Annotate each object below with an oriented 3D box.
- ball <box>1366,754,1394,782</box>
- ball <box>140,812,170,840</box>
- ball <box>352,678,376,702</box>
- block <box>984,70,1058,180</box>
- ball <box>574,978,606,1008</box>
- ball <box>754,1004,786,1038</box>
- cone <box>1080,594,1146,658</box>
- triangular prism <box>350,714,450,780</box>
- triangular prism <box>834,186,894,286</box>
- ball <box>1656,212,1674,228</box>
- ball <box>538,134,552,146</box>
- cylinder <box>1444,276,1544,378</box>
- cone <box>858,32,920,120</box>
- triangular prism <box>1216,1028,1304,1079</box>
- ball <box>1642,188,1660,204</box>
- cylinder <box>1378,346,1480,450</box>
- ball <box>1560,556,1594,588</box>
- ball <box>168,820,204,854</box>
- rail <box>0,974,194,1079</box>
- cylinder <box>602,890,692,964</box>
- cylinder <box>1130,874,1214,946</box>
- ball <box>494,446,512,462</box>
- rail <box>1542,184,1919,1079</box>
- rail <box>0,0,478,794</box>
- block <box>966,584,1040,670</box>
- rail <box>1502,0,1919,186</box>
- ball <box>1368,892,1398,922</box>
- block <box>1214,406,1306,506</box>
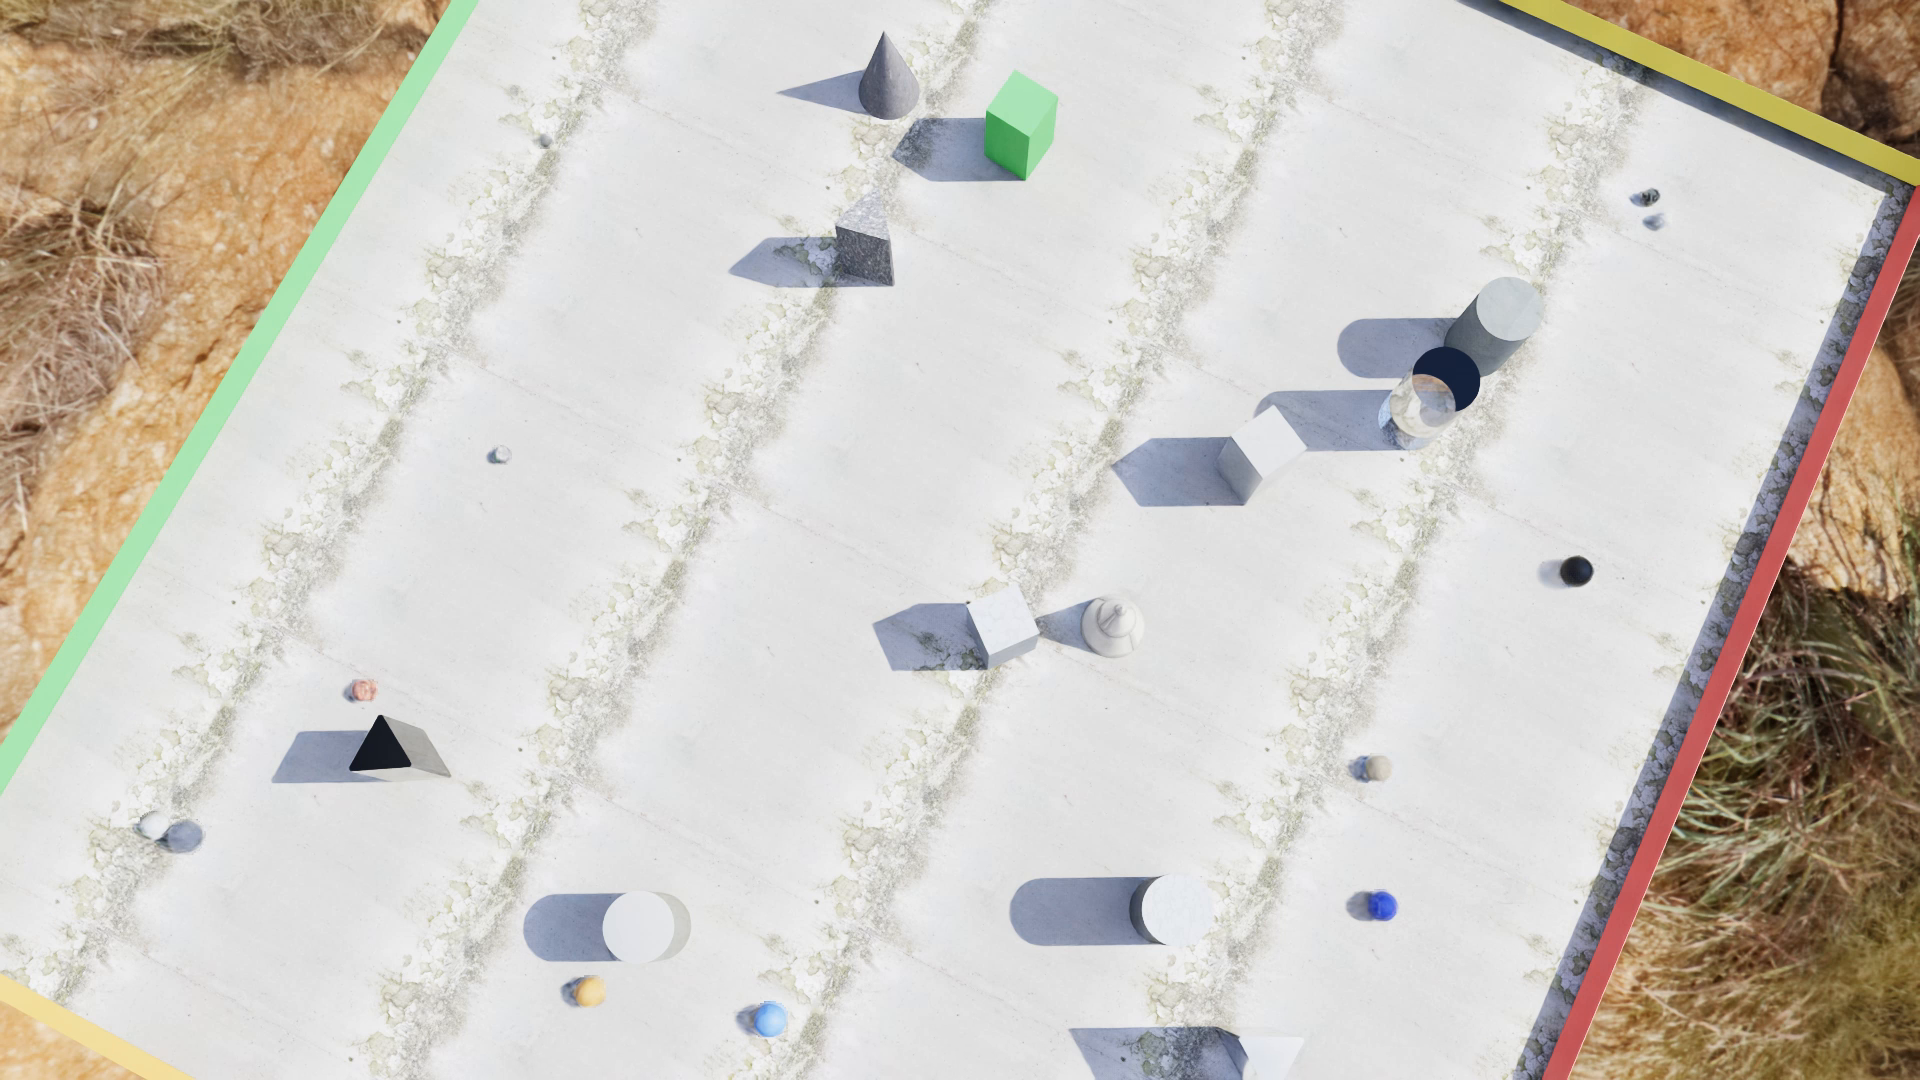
[{"bbox_3d":[1.245,0.676,5.436,0.080,0.080,0.080,0,78,0],"label":"ball"},{"bbox_3d":[-2.371,0.842,5.402,0.079,0.079,0.079,0,78,0],"label":"ball"},{"bbox_3d":[-1.785,0.450,5.488,0.070,0.070,0.070,0,78,0],"label":"ball"},{"bbox_3d":[0.188,-1.288,5.710,0.158,0.338,0.158,33,80,6],"label":"block"},{"bbox_3d":[-1.070,1.310,5.301,0.087,0.087,0.087,0,78,0],"label":"ball"},{"bbox_3d":[-0.546,1.386,5.281,0.095,0.095,0.095,0,78,0],"label":"ball"},{"bbox_3d":[0.463,0.226,5.390,0.198,0.353,0.198,0,78,0],"label":"cone"},{"bbox_3d":[-1.610,0.599,5.286,0.171,0.404,0.148,-4,78,-1],"label":"triangular prism"},{"bbox_3d":[-0.268,-0.936,5.604,0.171,0.404,0.148,17,79,3],"label":"triangular prism"},{"bbox_3d":[2.229,-1.014,5.799,0.053,0.053,0.053,0,78,0],"label":"ball"},{"bbox_3d":[-1.326,-1.279,5.859,0.043,0.043,0.043,0,78,0],"label":"ball"},{"bbox_3d":[1.615,-0.642,5.559,0.198,0.372,0.198,0,78,0],"label":"cylinder"},{"bbox_3d":[-0.229,-1.490,5.711,0.198,0.419,0.198,0,78,0],"label":"cone"},{"bbox_3d":[0.805,1.406,5.086,0.148,0.469,0.171,31,80,6],"label":"triangular prism"},{"bbox_3d":[2.194,-1.090,5.815,0.053,0.053,0.053,0,78,0],"label":"ball"},{"bbox_3d":[1.399,-0.418,5.483,0.198,0.431,0.198,0,78,0],"label":"cylinder"},{"bbox_3d":[1.868,0.095,5.547,0.098,0.098,0.098,0,78,0],"label":"ball"},{"bbox_3d":[-2.276,0.873,5.385,0.099,0.099,0.099,0,78,0],"label":"ball"},{"bbox_3d":[-1.073,2.108,5.114,4.465,0.129,0.045,26,80,5],"label":"rail"},{"bbox_3d":[-0.887,1.102,5.220,0.198,0.330,0.198,0,78,0],"label":"cylinder"},{"bbox_3d":[0.596,1.050,5.199,0.198,0.392,0.198,0,78,0],"label":"cylinder"},{"bbox_3d":[-1.409,-0.263,5.645,0.051,0.051,0.051,0,78,0],"label":"ball"},{"bbox_3d":[1.975,0.974,5.348,0.045,0.129,4.844,26,80,5],"label":"rail"},{"bbox_3d":[-1.975,-0.960,5.749,0.045,0.129,4.844,26,80,5],"label":"rail"},{"bbox_3d":[0.123,0.259,5.400,0.158,0.320,0.158,-23,79,-5],"label":"block"},{"bbox_3d":[1.073,-2.094,5.983,4.465,0.129,0.045,26,80,5],"label":"rail"},{"bbox_3d":[1.235,1.070,5.350,0.089,0.089,0.089,0,78,0],"label":"ball"},{"bbox_3d":[0.895,-0.249,5.486,0.158,0.357,0.158,-34,80,-7],"label":"block"}]
